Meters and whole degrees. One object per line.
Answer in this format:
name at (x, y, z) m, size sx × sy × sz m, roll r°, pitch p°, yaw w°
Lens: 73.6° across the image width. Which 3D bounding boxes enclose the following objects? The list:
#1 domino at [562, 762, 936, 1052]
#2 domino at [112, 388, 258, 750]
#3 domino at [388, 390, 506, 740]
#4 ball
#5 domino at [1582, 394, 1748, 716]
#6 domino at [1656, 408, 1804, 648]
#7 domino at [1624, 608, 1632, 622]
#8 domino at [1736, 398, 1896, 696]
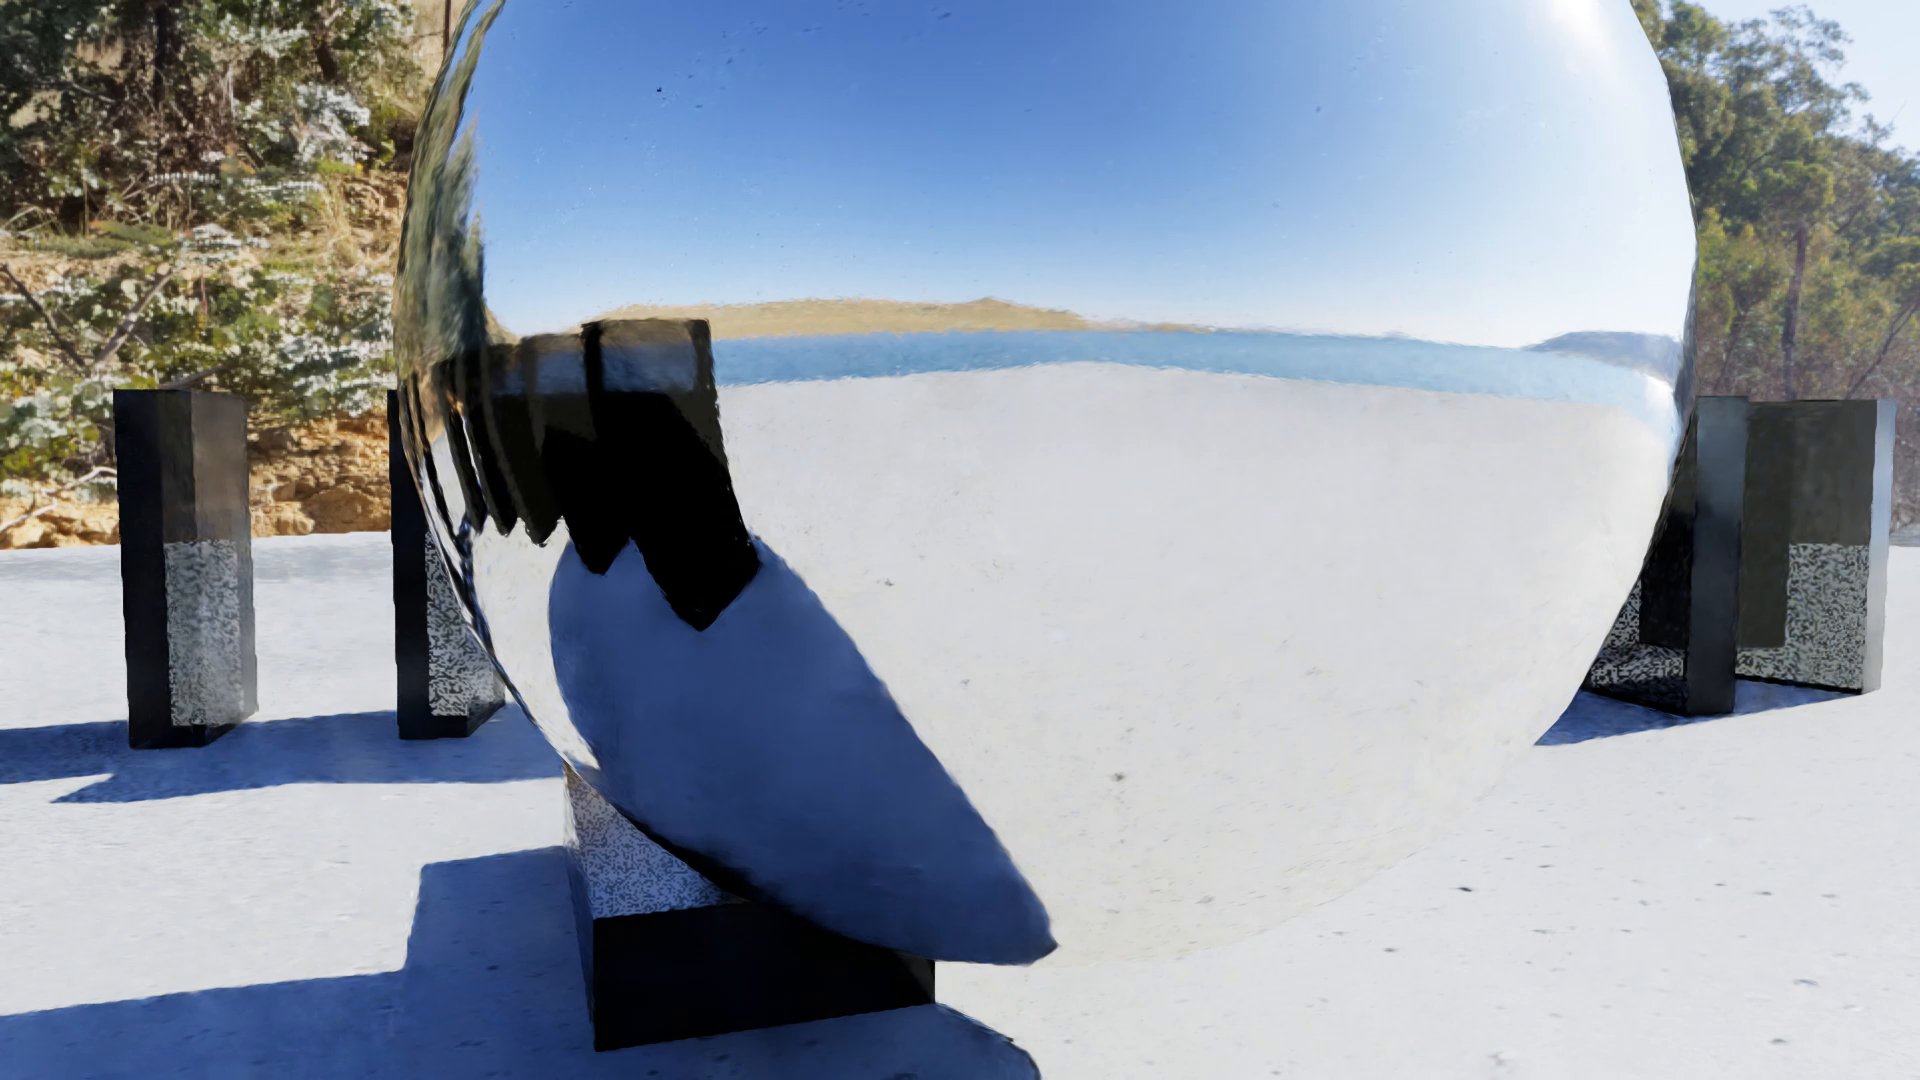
domino at (-0.022, 0.029, 0.117) m, size 0.025 × 0.009 × 0.050 m, roll -1°, pitch 4°, yaw -20°
domino at (-0.114, 0.003, 0.190) m, size 0.010 × 0.050 × 0.025 m, roll -1°, pitch 4°, yaw -14°
domino at (-0.078, 0.003, 0.196) m, size 0.009 × 0.050 × 0.025 m, roll -1°, pitch 4°, yaw -7°
ball at (0.005, -0.013, 0.088) m, size 0.080 × 0.080 × 0.080 m, roll 0°, pitch 4°, yaw 0°
domino at (0.114, 0.002, 0.212) m, size 0.010 × 0.050 × 0.025 m, roll -1°, pitch 4°, yaw -16°
domino at (0.163, -0.003, 0.272) m, size 0.025 × 0.050 × 0.010 m, roll -1°, pitch 4°, yaw -12°
domino at (0.149, -0.005, 0.304) m, size 0.025 × 0.050 × 0.010 m, roll -3°, pitch 5°, yaw -34°
domino at (0.149, 0.000, 0.228) m, size 0.009 × 0.050 × 0.025 m, roll -3°, pitch 5°, yaw -38°
